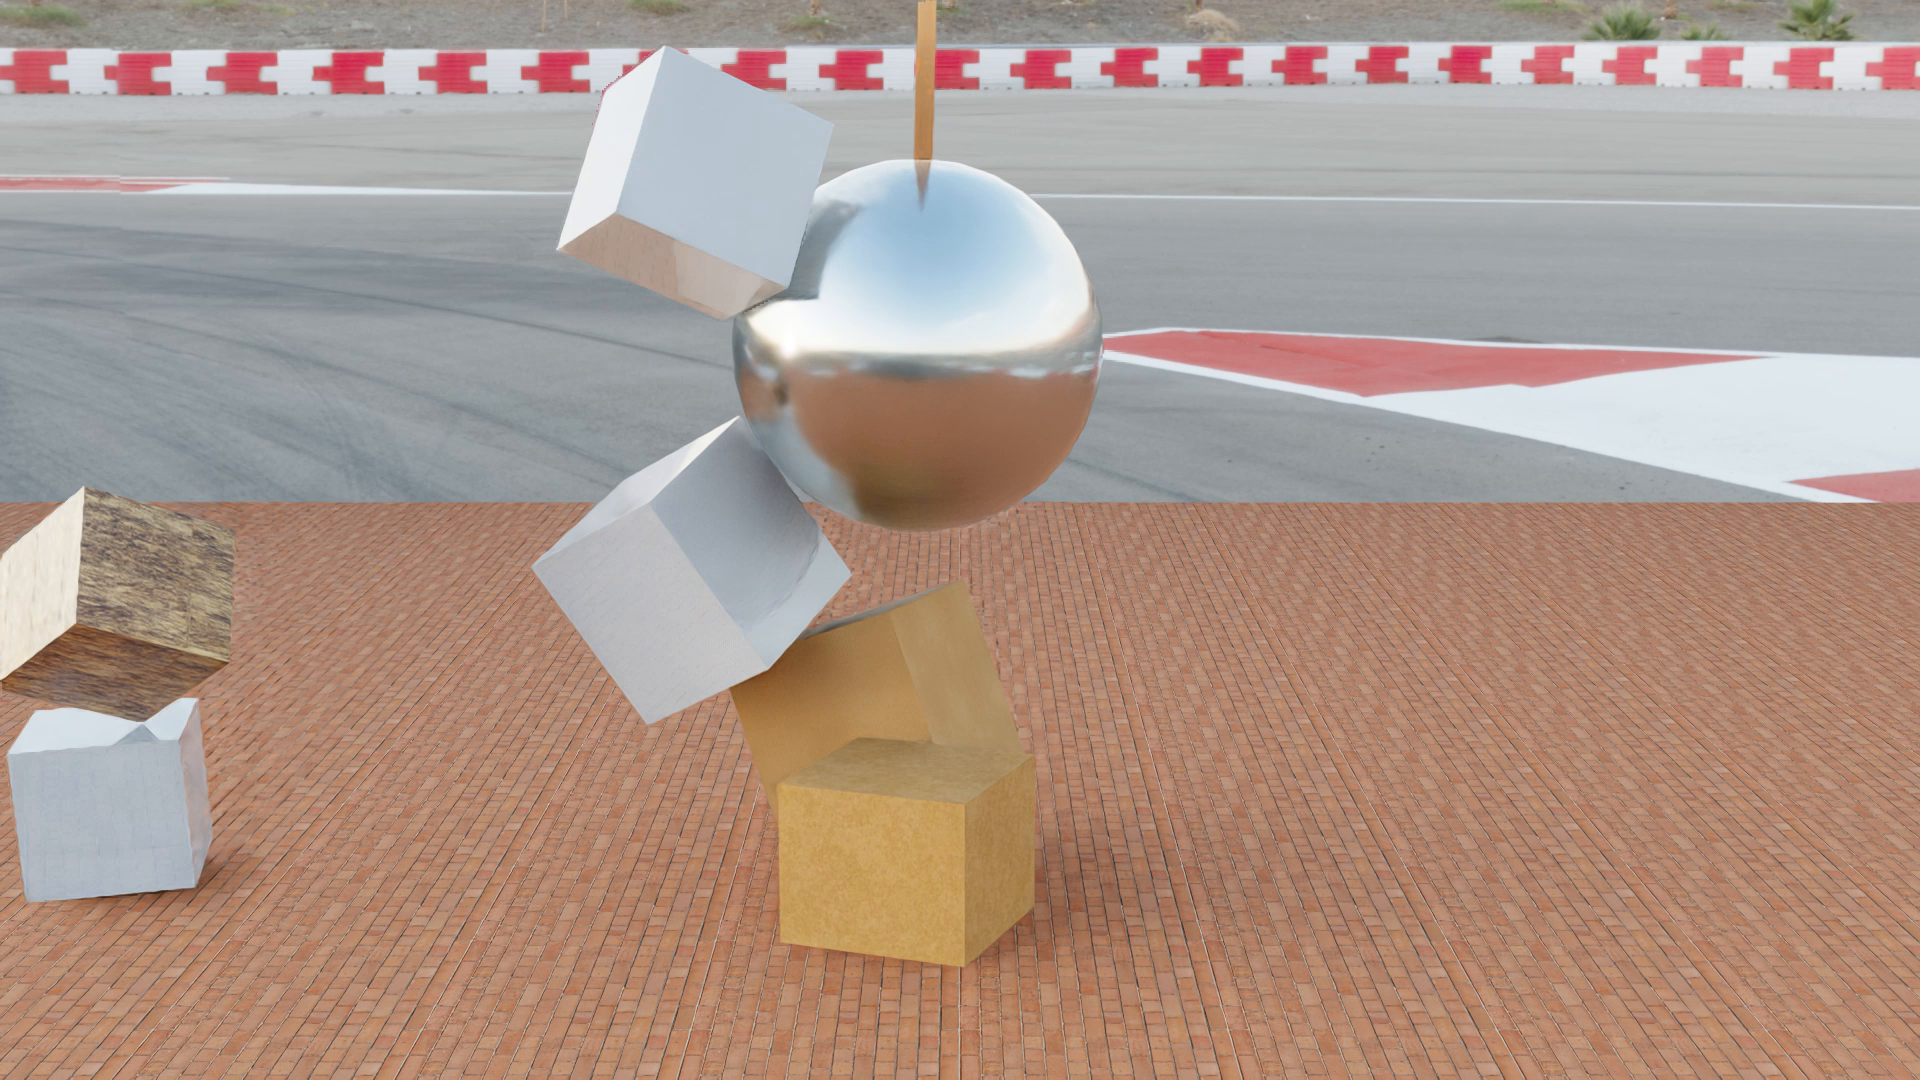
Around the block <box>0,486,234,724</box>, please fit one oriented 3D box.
[{"bbox_3d":[-3.602,0.289,10.928,0.693,0.634,0.731,20,-37,-41],"label":"block"}]

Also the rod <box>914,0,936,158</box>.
[{"bbox_3d":[-0.078,-4.177,10.421,0.080,5.200,0.080,2,10,0],"label":"rod"}]

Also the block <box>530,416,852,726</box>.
[{"bbox_3d":[-1.176,0.135,11.334,0.782,0.877,0.815,-26,15,36],"label":"block"}]

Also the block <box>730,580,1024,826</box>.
[{"bbox_3d":[-0.370,0.821,11.681,0.891,0.951,0.809,-18,2,26],"label":"block"}]

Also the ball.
[{"bbox_3d":[-0.181,-0.834,11.029,1.600,1.600,1.600,0,10,0],"label":"ball"}]

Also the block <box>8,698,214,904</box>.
[{"bbox_3d":[-3.726,1.134,11.304,0.705,0.669,0.677,-4,13,-9],"label":"block"}]

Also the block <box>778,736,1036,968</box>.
[{"bbox_3d":[-0.209,1.276,10.670,0.811,0.671,0.815,4,11,21],"label":"block"}]

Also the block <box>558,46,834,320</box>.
[{"bbox_3d":[-1.085,-1.445,10.507,0.774,0.740,0.641,22,-18,-25],"label":"block"}]
